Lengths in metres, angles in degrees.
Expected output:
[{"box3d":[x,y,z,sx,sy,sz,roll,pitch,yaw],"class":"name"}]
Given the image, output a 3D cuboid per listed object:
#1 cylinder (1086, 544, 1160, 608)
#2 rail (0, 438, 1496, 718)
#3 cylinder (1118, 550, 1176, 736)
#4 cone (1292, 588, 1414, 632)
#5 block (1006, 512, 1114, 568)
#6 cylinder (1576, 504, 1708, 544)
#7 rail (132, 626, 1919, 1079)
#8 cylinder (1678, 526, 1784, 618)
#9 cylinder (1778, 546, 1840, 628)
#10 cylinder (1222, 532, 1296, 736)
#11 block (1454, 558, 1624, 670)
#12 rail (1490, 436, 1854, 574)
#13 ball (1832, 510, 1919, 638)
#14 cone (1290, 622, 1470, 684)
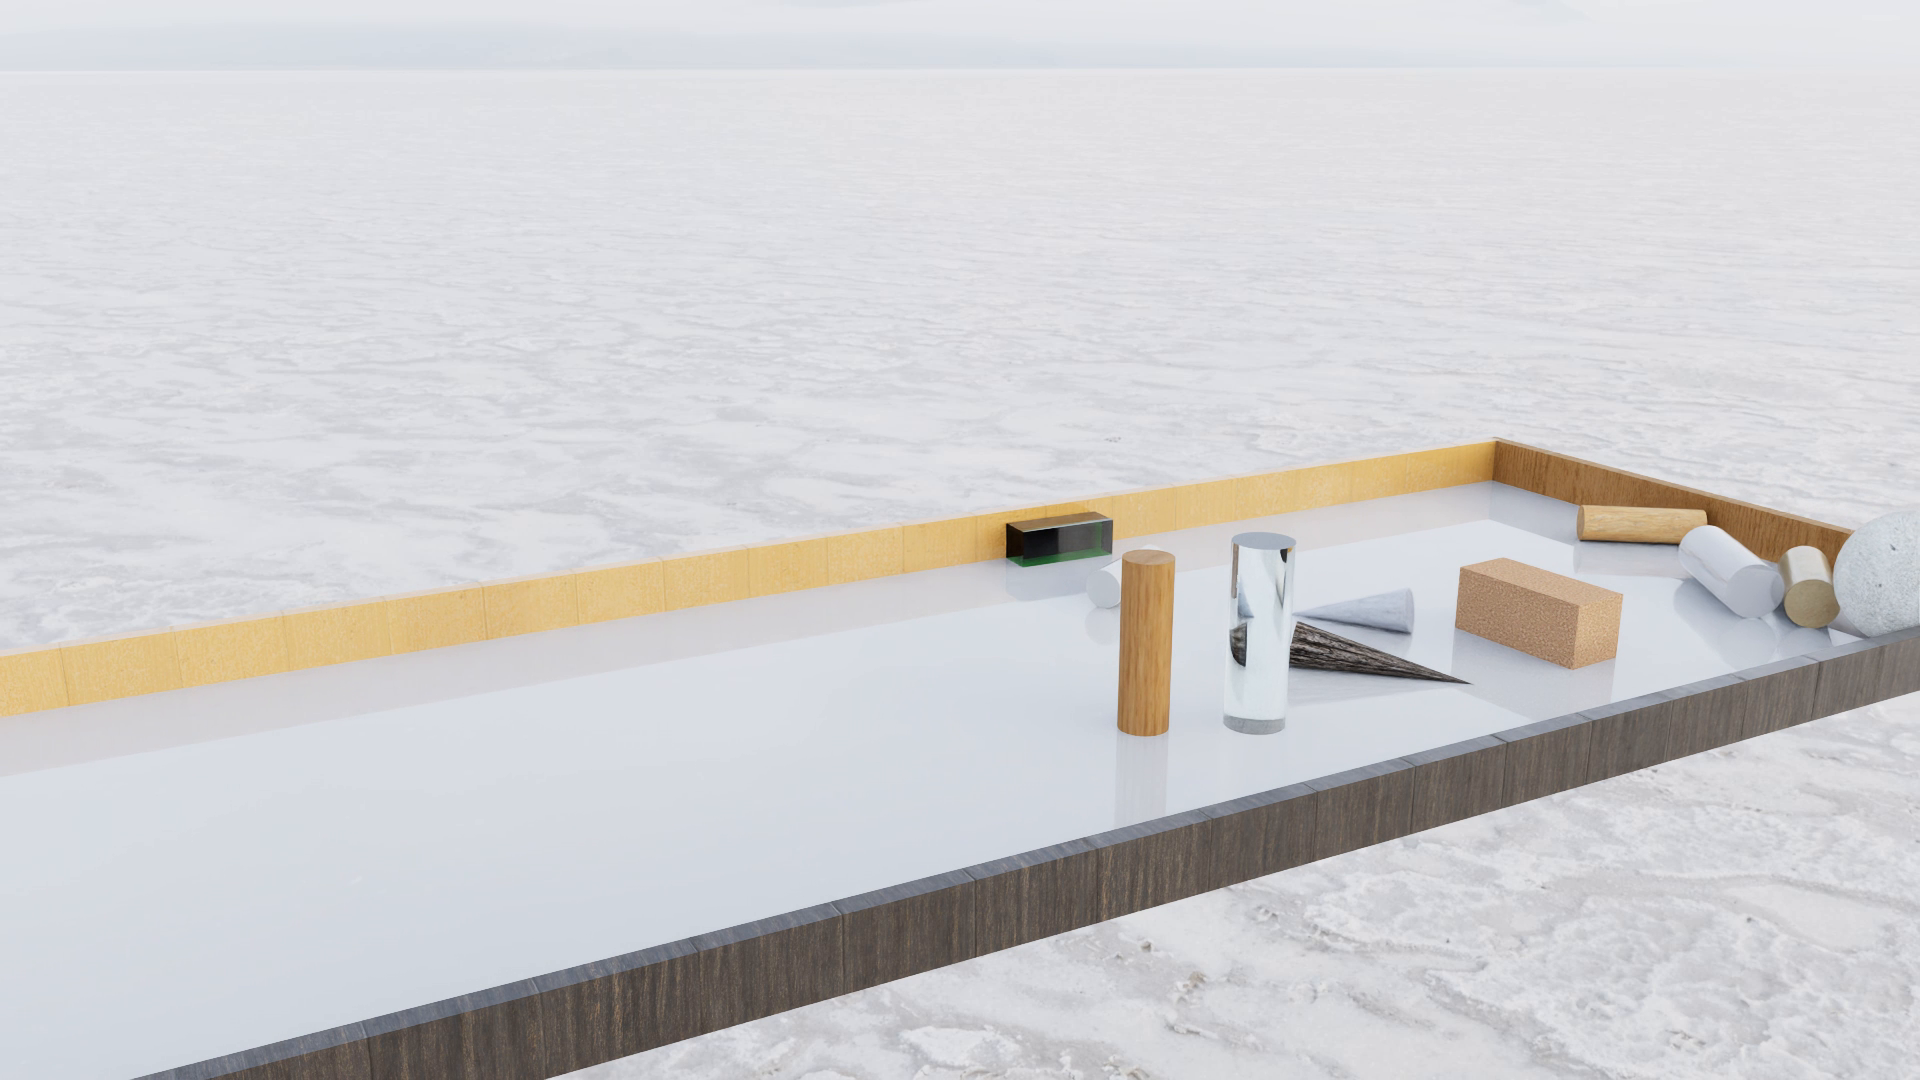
[{"box3d":[0.489,0.104,4.802,0.112,0.112,0.304,10,19,31],"class":"cylinder"},{"box3d":[-3.305,0.497,3.399,12.000,0.150,0.050,-9,18,-27],"class":"rail"},{"box3d":[0.429,0.238,3.809,0.121,0.415,0.121,0,16,0],"class":"cylinder"},{"box3d":[1.072,0.200,4.568,0.343,0.120,0.120,-3,13,28],"class":"cone"},{"box3d":[0.312,-0.004,5.166,0.319,0.113,0.113,-8,18,-25],"class":"block"},{"box3d":[2.196,-0.049,5.319,0.373,0.114,0.114,2,17,8],"class":"cylinder"},{"box3d":[-2.336,1.006,1.665,12.000,0.150,0.050,-9,18,-27],"class":"rail"},{"box3d":[2.228,0.087,4.779,0.158,0.158,0.396,1,16,5],"class":"cylinder"},{"box3d":[2.401,0.129,4.669,0.138,0.138,0.351,7,18,22],"class":"cylinder"},{"box3d":[0.693,0.216,3.825,0.146,0.448,0.146,0,16,0],"class":"cylinder"},{"box3d":[1.538,0.190,4.399,0.174,0.174,0.388,-10,19,-31],"class":"block"},{"box3d":[2.466,-0.048,5.253,0.050,0.150,2.100,-9,18,-27],"class":"rail"},{"box3d":[2.510,0.104,4.353,0.366,0.366,0.366,0,16,0],"class":"ball"},{"box3d":[1.072,0.313,4.186,0.458,0.116,0.116,13,19,16],"class":"cone"}]
